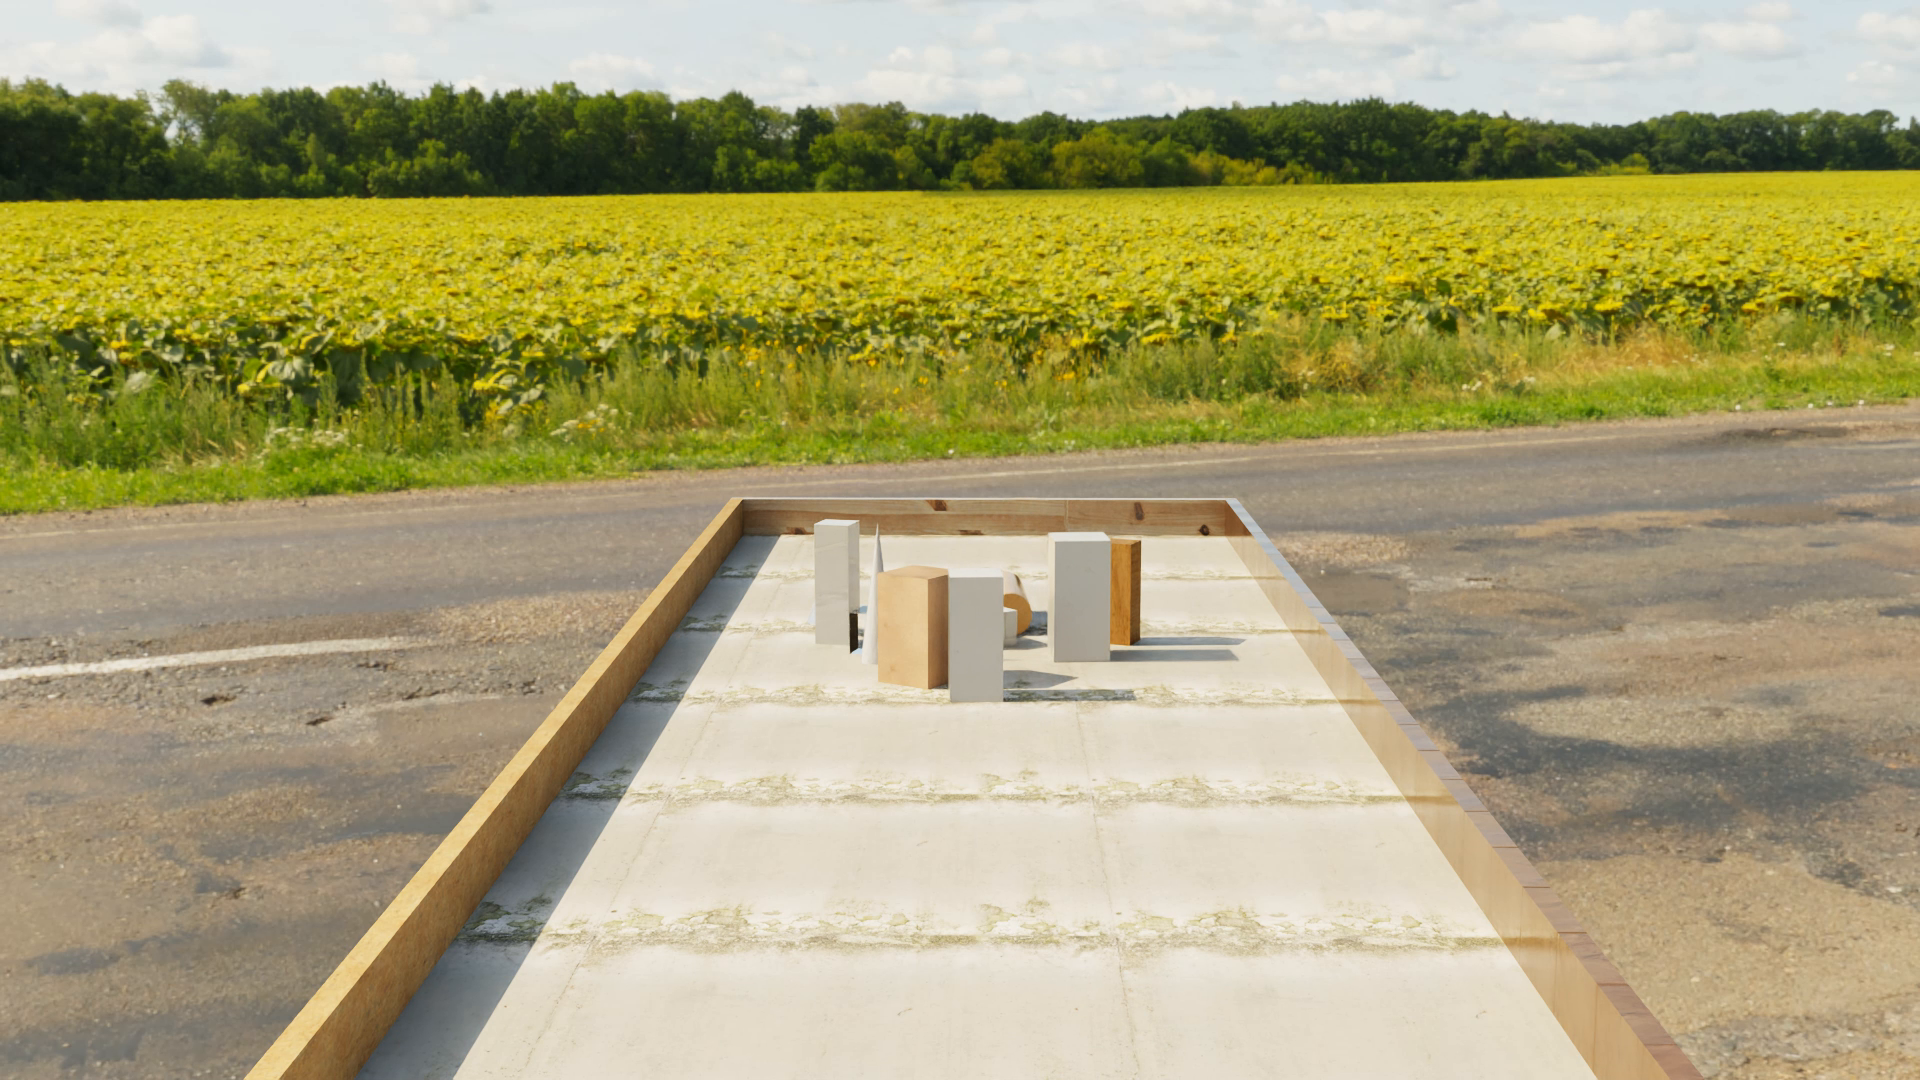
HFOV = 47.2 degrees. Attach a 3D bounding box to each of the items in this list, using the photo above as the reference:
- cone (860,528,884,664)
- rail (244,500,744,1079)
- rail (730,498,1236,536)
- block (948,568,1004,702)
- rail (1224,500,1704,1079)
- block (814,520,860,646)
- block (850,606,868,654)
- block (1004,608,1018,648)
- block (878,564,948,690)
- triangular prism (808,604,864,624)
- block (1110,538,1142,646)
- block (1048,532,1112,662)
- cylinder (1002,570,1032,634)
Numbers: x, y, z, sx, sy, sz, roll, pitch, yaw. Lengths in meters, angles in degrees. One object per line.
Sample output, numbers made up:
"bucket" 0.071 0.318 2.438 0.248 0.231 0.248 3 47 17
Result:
"cone" -0.248 0.157 6.653 0.107 0.428 0.107 0 9 0
"rail" -1.004 0.839 3.234 0.050 0.150 12.000 0 9 1
"rail" 0.099 -0.098 9.147 2.100 0.150 0.050 0 9 1
"block" 0.043 0.267 6.194 0.149 0.355 0.149 0 9 -2
"rail" 1.046 0.843 3.208 0.050 0.150 12.000 0 9 1
"block" -0.388 0.133 6.951 0.112 0.381 0.112 2 9 15
"block" -0.174 0.285 6.801 0.309 0.127 0.127 3 9 16
"block" 0.019 0.256 7.030 0.114 0.114 0.405 -6 11 -33
"block" -0.114 0.251 6.401 0.179 0.321 0.179 6 11 34
"triangular prism" -0.305 0.252 7.150 0.440 0.080 0.093 7 12 38
"block" 0.507 0.163 6.950 0.102 0.322 0.102 4 10 23
"block" 0.364 0.173 6.726 0.171 0.372 0.171 -1 9 -4
"cylinder" 0.155 0.207 7.260 0.139 0.139 0.426 0 9 -2
